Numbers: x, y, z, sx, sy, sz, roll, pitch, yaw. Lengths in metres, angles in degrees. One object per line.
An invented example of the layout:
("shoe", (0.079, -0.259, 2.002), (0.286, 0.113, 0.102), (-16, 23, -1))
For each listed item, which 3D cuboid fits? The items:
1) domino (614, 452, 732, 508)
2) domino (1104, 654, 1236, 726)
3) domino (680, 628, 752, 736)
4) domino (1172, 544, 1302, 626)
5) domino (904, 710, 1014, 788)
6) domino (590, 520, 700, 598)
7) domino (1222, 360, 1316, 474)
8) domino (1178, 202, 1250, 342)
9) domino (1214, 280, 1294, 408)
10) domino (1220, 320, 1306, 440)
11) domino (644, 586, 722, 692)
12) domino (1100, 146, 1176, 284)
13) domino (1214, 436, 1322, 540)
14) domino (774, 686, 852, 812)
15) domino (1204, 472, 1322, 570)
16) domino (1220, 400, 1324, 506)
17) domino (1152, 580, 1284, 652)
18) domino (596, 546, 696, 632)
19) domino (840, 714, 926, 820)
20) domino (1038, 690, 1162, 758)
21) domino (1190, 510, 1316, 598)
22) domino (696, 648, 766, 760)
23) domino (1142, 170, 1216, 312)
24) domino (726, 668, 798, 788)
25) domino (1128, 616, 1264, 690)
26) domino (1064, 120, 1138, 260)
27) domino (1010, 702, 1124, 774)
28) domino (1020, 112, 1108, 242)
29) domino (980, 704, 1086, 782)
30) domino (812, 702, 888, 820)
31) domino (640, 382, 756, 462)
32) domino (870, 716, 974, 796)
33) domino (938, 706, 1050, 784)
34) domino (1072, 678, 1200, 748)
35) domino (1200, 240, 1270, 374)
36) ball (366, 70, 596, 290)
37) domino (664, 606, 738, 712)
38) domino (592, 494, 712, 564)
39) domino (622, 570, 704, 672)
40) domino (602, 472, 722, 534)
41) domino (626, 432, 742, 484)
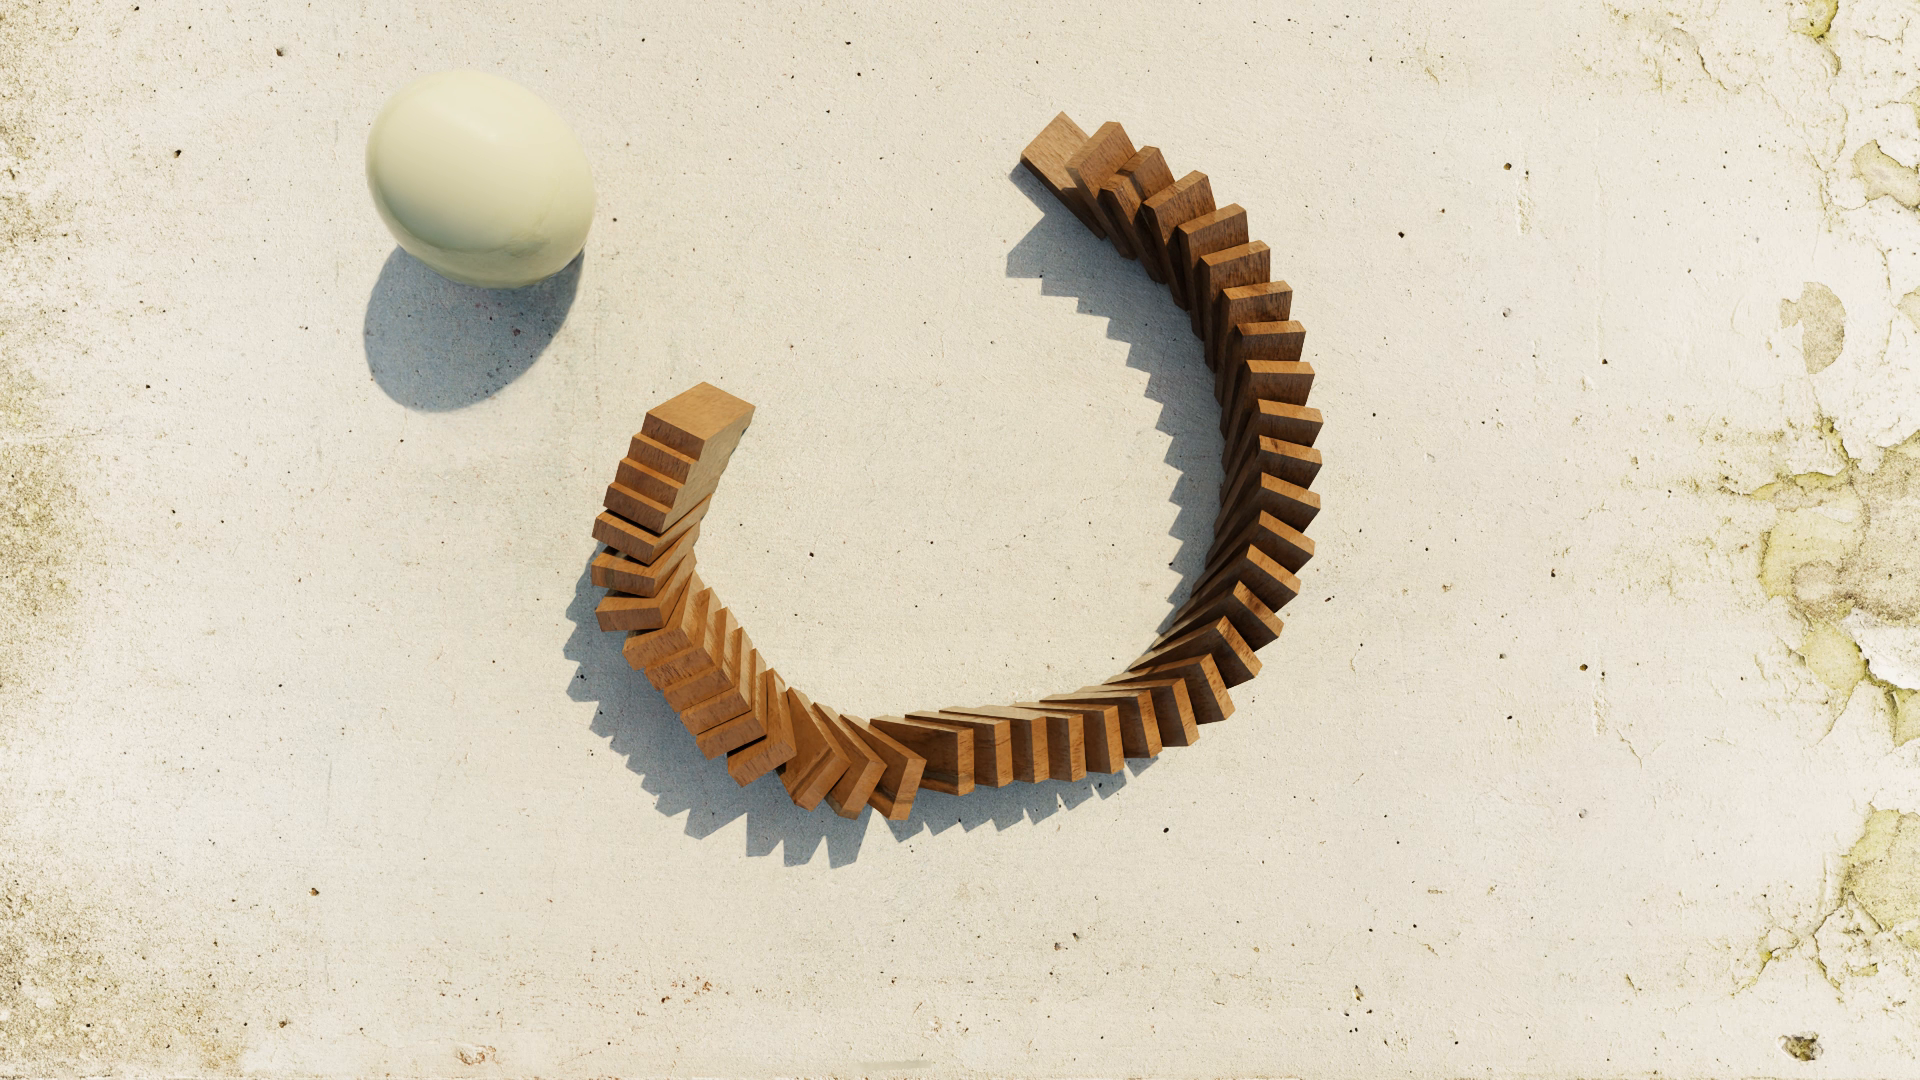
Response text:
("domino", (-0.116, -0.031, 0.375), (0.025, 0.050, 0.009), (26, 116, 0))
("domino", (0.085, 0.065, 0.379), (0.050, 0.009, 0.025), (-23, 91, 44))
("domino", (-0.099, 0.057, 0.376), (0.025, 0.050, 0.010), (-24, 117, 0))
("domino", (0.114, 0.026, 0.379), (0.025, 0.010, 0.050), (36, 133, 0))
("domino", (-0.001, 0.086, 0.380), (0.050, 0.009, 0.025), (-4, 90, 41))
("domino", (-0.128, 0.004, 0.376), (0.025, 0.050, 0.009), (12, 120, 0))
("domino", (0.127, -0.050, 0.380), (0.025, 0.010, 0.050), (1, 130, 0))
("domino", (0.107, -0.110, 0.380), (0.025, 0.009, 0.050), (-22, 131, 0))
("domino", (0.121, -0.081, 0.380), (0.025, 0.009, 0.050), (-8, 131, 0))
("domino", (0.125, -0.065, 0.380), (0.025, 0.010, 0.050), (-4, 131, 0))
("domino", (-0.113, 0.039, 0.376), (0.025, 0.050, 0.010), (-24, 117, 0))
("domino", (0.081, -0.134, 0.381), (0.025, 0.009, 0.050), (-44, 128, 0))
("domino", (0.126, -0.018, 0.379), (0.025, 0.010, 0.050), (14, 133, 0))
("domino", (-0.066, 0.085, 0.378), (0.025, 0.050, 0.009), (-50, 130, 0))
("domino", (0.124, -0.003, 0.379), (0.025, 0.010, 0.050), (21, 134, 0))
("domino", (0.128, -0.033, 0.380), (0.025, 0.010, 0.050), (9, 133, 0))
("domino", (0.106, 0.040, 0.379), (0.025, 0.009, 0.050), (44, 134, 0))
("domino", (-0.127, 0.019, 0.375), (0.025, 0.050, 0.009), (-4, 119, 2))
("domino", (-0.036, 0.093, 0.378), (0.009, 0.050, 0.025), (18, 90, -42))
("domino", (0.057, 0.076, 0.379), (0.050, 0.010, 0.025), (-12, 91, 43))
("domino", (0.120, 0.013, 0.379), (0.025, 0.009, 0.050), (31, 133, 0))
("domino", (-0.093, 0.066, 0.376), (0.025, 0.050, 0.010), (-24, 118, 0))
("domino", (0.096, -0.123, 0.381), (0.025, 0.010, 0.050), (-32, 129, 0))
("domino", (-0.083, 0.076, 0.376), (0.025, 0.050, 0.010), (-31, 121, 0))
("domino", (0.096, 0.053, 0.379), (0.025, 0.009, 0.050), (52, 135, 0))
("domino", (0.067, -0.144, 0.380), (0.025, 0.010, 0.050), (-46, 128, 1))
("domino", (0.043, 0.081, 0.379), (0.050, 0.010, 0.025), (-7, 90, 43))
("domino", (0.053, -0.157, 0.395), (0.050, 0.010, 0.025), (44, 90, 0))
("domino", (0.028, 0.083, 0.380), (0.050, 0.009, 0.025), (-4, 90, 43))
("domino", (-0.052, 0.090, 0.378), (0.010, 0.050, 0.025), (30, 90, -40))
("domino", (-0.106, -0.050, 0.375), (0.025, 0.050, 0.009), (26, 116, 0))
("domino", (-0.016, 0.089, 0.380), (0.050, 0.009, 0.025), (-1, 90, 41))
("domino", (0.013, 0.084, 0.380), (0.050, 0.010, 0.025), (-3, 90, 42))
("domino", (0.072, 0.072, 0.379), (0.050, 0.009, 0.025), (-14, 92, 43))
("domino", (0.115, -0.096, 0.380), (0.025, 0.009, 0.050), (-16, 130, 0))
("ball", (-0.186, -0.139, 0.360), (0.080, 0.080, 0.080), (0, 90, 0))
("domino", (-0.105, 0.048, 0.376), (0.025, 0.050, 0.009), (-24, 117, 0))
("domino", (-0.125, -0.010, 0.376), (0.025, 0.050, 0.009), (26, 119, 0))
("domino", (-0.121, 0.031, 0.375), (0.025, 0.050, 0.010), (-24, 117, 1))
("domino", (-0.121, -0.021, 0.375), (0.025, 0.050, 0.010), (26, 116, 0))
("domino", (-0.111, -0.040, 0.375), (0.025, 0.050, 0.010), (26, 116, 0))
